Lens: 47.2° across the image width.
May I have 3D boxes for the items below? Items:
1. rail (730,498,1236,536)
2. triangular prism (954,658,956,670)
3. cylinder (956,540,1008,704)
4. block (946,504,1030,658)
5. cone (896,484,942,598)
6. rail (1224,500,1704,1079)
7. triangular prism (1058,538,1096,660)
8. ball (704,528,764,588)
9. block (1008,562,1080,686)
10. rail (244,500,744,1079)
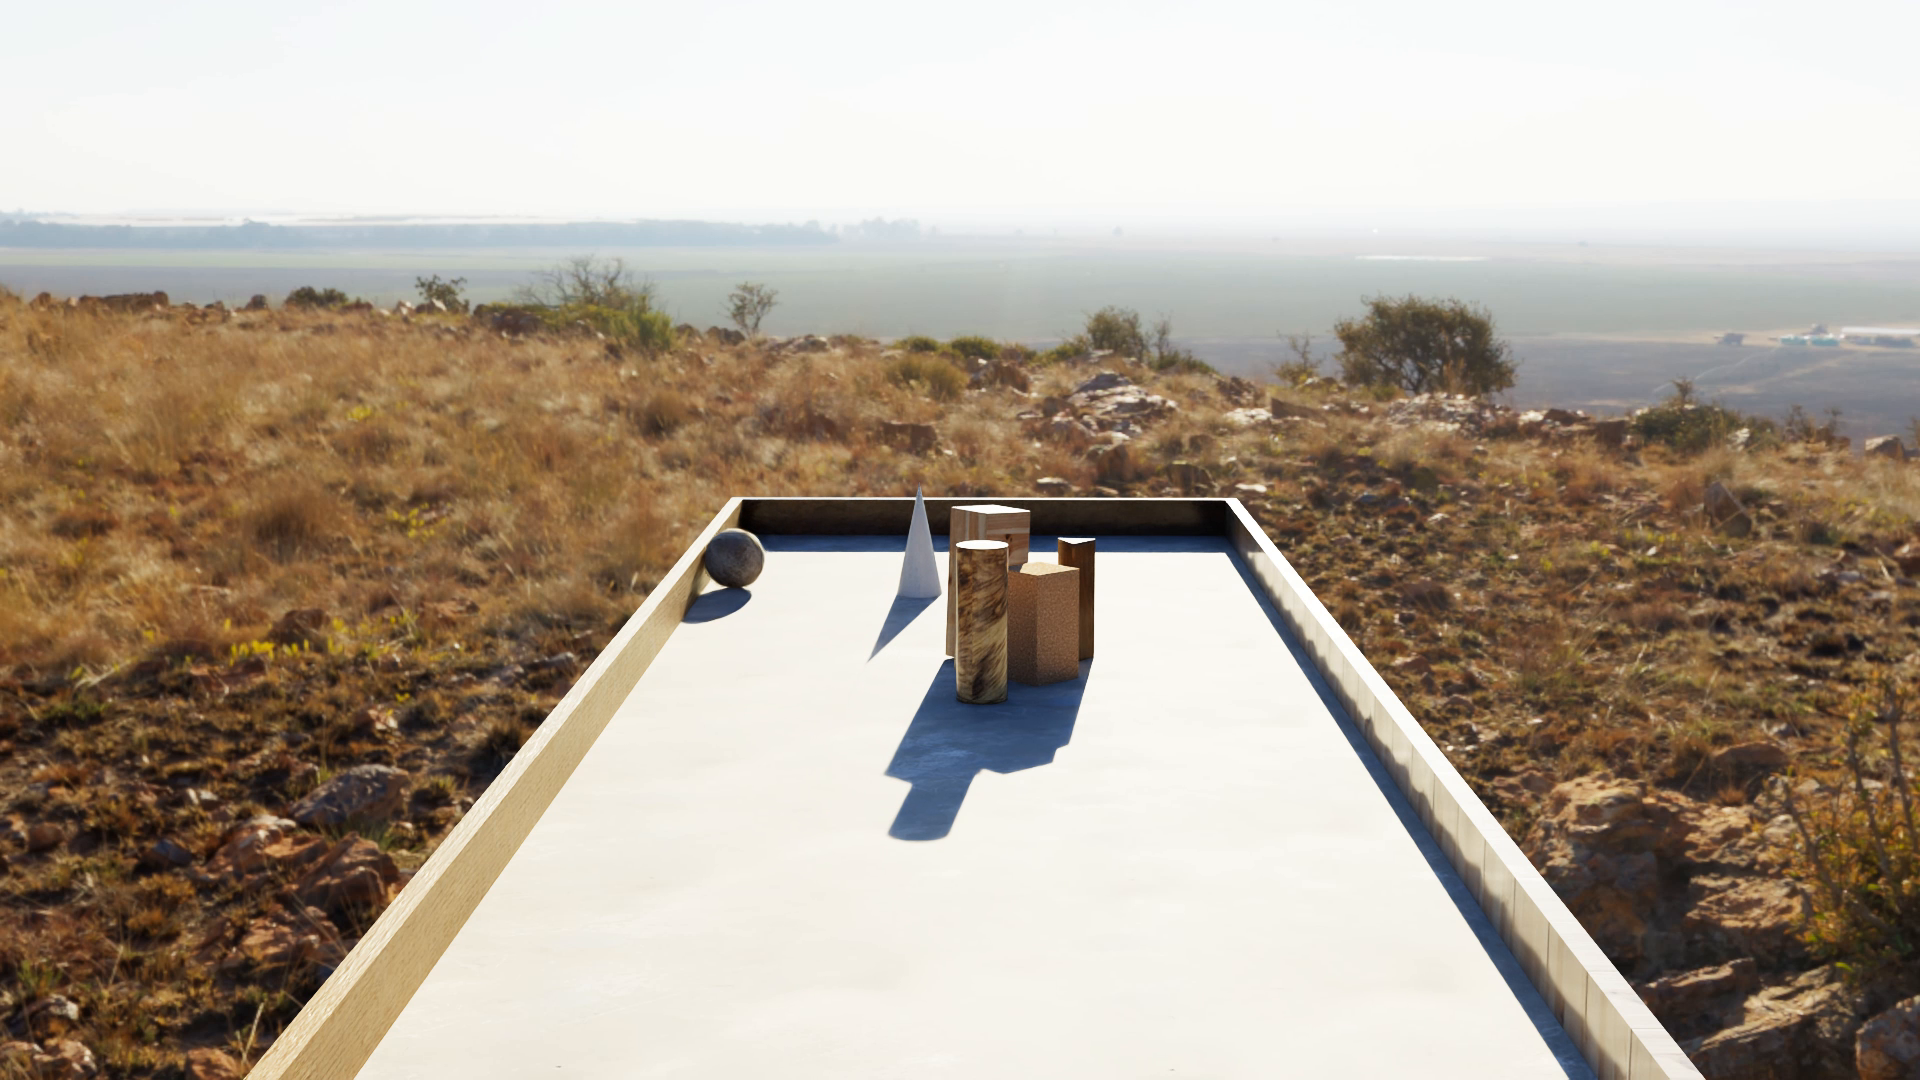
[{"bbox_3d":[0.099,-0.098,9.147,2.100,0.150,0.050,0,9,1],"label":"rail"},{"bbox_3d":[0.049,0.226,6.542,0.089,0.323,0.078,7,9,17],"label":"triangular prism"},{"bbox_3d":[0.062,0.230,6.152,0.144,0.440,0.144,0,9,0],"label":"cylinder"},{"bbox_3d":[0.084,0.132,6.691,0.171,0.456,0.171,-4,9,-40],"label":"block"},{"bbox_3d":[-0.143,-0.008,7.780,0.164,0.401,0.164,0,9,0],"label":"cone"},{"bbox_3d":[1.046,0.843,3.208,0.050,0.150,12.000,0,9,1],"label":"rail"},{"bbox_3d":[0.338,0.180,6.707,0.097,0.366,0.112,7,12,38],"label":"triangular prism"},{"bbox_3d":[-0.810,0.067,7.895,0.217,0.217,0.217,0,9,0],"label":"ball"},{"bbox_3d":[0.228,0.244,6.430,0.170,0.326,0.170,-8,12,-41],"label":"block"},{"bbox_3d":[-1.004,0.839,3.234,0.050,0.150,12.000,0,9,1],"label":"rail"}]
